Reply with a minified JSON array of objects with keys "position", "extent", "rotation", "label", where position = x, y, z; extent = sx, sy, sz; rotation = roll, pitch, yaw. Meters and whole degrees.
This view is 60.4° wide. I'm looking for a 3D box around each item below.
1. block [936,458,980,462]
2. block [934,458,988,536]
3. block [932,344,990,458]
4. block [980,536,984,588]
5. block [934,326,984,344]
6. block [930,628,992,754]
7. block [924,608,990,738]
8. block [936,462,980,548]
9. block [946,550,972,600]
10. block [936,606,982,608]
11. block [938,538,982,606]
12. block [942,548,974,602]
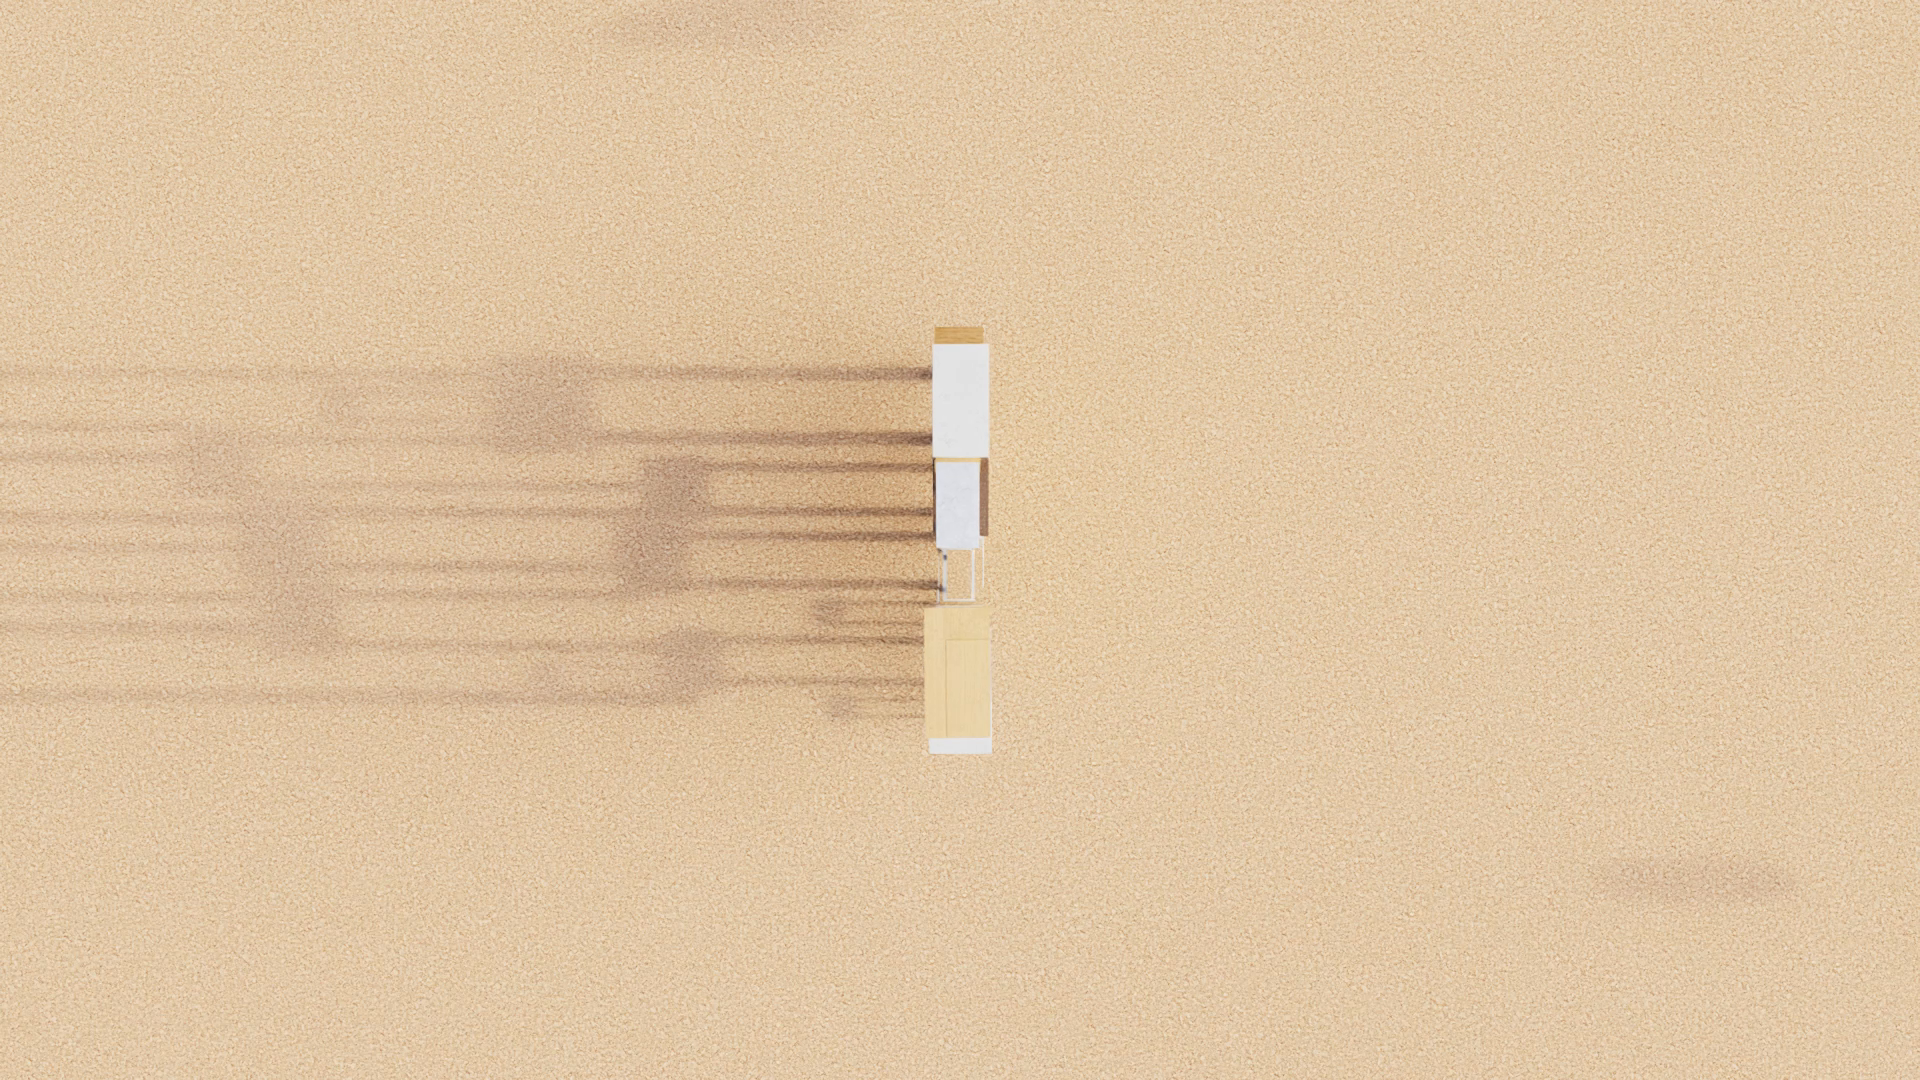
[{"position":[-0.005,-0.292,4.270],"extent":[0.117,0.033,0.234],"rotation":[0,90,0],"label":"block"},{"position":[0.003,-0.162,4.542],"extent":[0.152,0.043,0.304],"rotation":[0,90,0],"label":"block"},{"position":[0.002,-0.334,3.964],"extent":[0.135,0.038,0.270],"rotation":[0,90,0],"label":"block"},{"position":[0.003,0.007,4.935],"extent":[0.135,0.038,0.271],"rotation":[0,90,0],"label":"block"},{"position":[-0.003,-0.455,4.579],"extent":[0.135,0.038,0.270],"rotation":[0,90,0],"label":"block"},{"position":[0.001,0.418,4.568],"extent":[0.171,0.048,0.341],"rotation":[0,90,0],"label":"block"},{"position":[-0.007,0.316,3.937],"extent":[0.154,0.044,0.309],"rotation":[-1,89,0],"label":"block"},{"position":[-0.006,-0.087,4.108],"extent":[0.107,0.030,0.213],"rotation":[0,90,0],"label":"block"},{"position":[-0.002,0.090,4.305],"extent":[0.064,0.018,0.128],"rotation":[1,90,0],"label":"block"},{"position":[-0.005,0.290,4.287],"extent":[0.120,0.034,0.239],"rotation":[0,90,0],"label":"block"},{"position":[0.002,0.119,4.651],"extent":[0.124,0.035,0.248],"rotation":[0,90,0],"label":"block"},{"position":[-0.004,0.080,4.453],"extent":[0.084,0.024,0.168],"rotation":[0,90,0],"label":"block"}]
